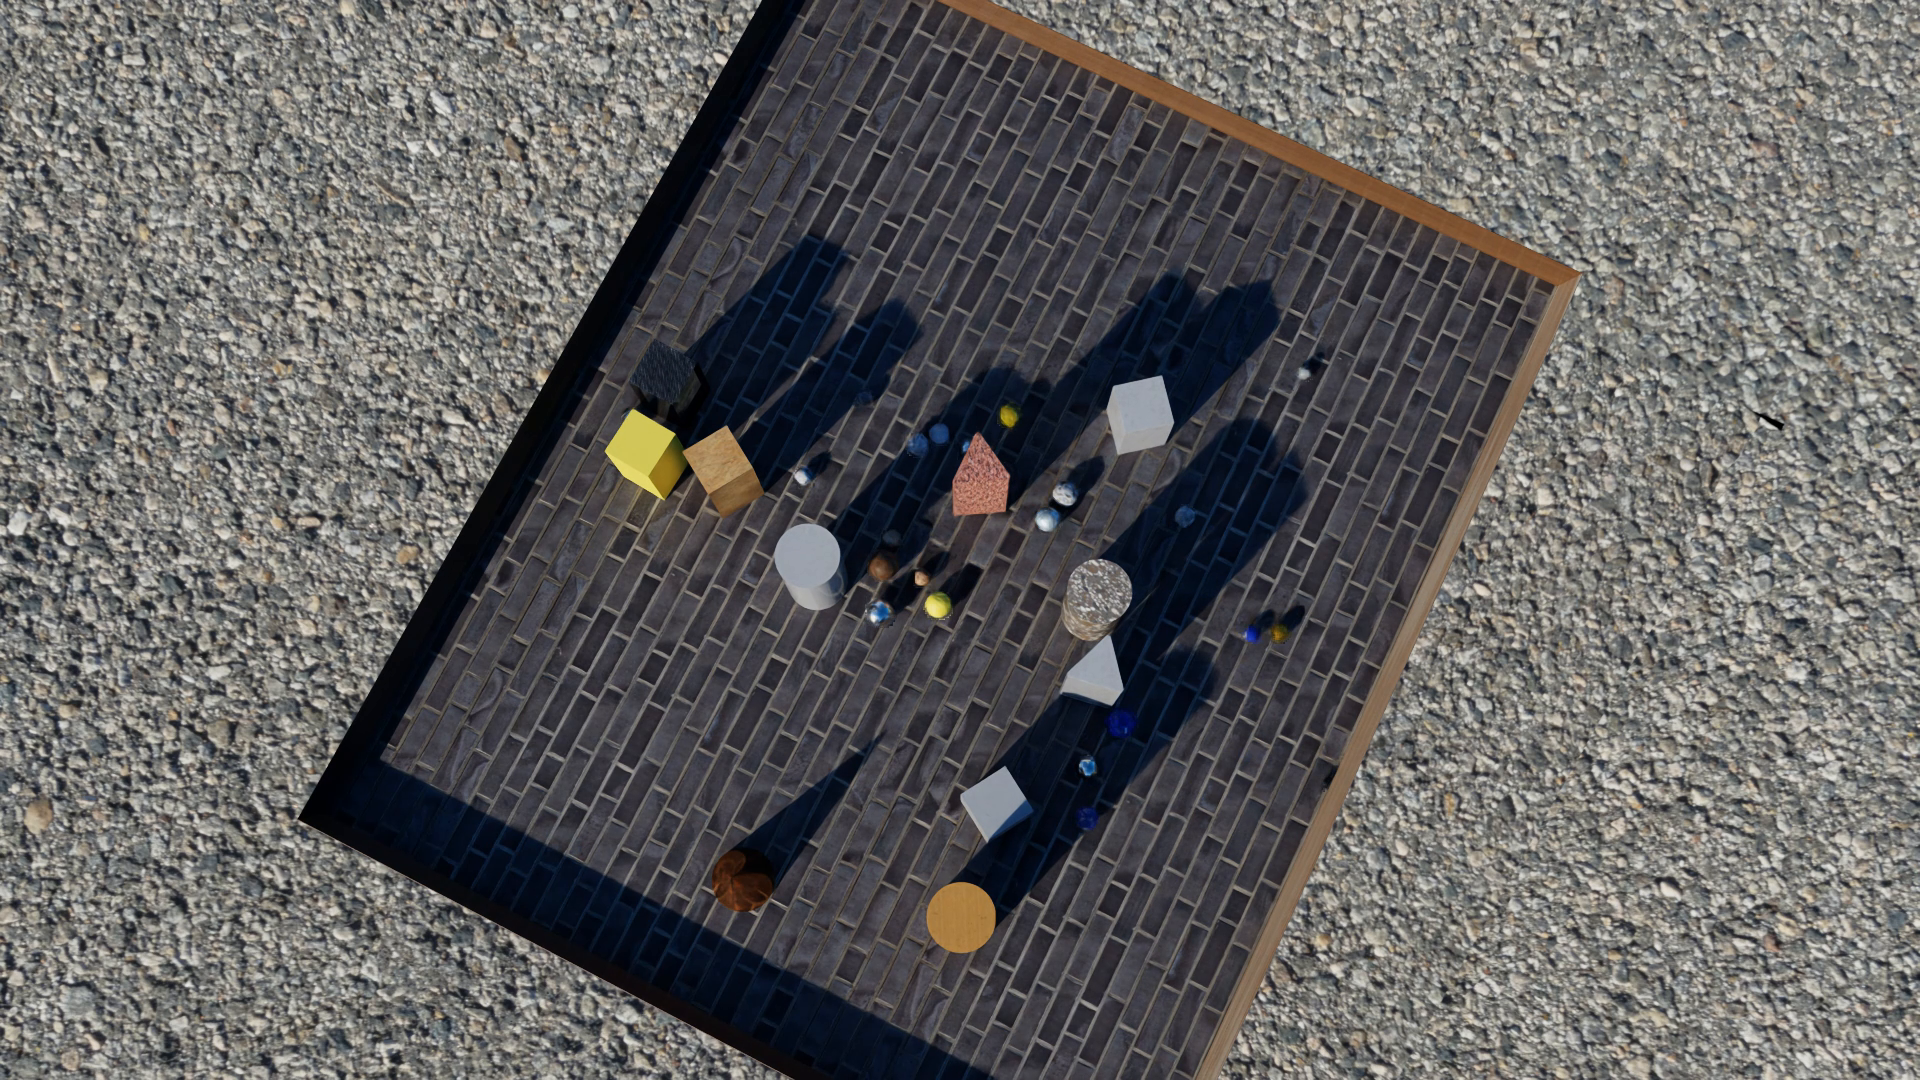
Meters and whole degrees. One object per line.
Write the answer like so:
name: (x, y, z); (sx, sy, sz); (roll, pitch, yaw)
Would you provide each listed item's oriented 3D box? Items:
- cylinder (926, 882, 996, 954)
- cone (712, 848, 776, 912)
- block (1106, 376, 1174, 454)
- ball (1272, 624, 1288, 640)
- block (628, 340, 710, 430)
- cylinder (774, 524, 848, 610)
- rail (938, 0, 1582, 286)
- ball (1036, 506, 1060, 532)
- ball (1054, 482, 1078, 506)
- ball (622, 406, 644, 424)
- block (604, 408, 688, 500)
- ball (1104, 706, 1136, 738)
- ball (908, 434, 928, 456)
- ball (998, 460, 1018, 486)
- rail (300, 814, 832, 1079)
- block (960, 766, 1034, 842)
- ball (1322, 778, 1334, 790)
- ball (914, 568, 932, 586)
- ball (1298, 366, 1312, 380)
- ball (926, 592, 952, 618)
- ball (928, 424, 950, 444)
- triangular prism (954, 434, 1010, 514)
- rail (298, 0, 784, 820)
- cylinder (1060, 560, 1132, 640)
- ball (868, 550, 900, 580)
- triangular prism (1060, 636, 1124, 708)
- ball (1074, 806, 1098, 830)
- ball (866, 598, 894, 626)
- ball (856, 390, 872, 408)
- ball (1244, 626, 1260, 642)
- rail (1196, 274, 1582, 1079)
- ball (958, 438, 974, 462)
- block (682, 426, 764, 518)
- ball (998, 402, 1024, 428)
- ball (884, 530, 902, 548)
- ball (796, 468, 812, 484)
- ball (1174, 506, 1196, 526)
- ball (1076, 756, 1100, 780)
cylinder: (0.004, 1.063, 5.161); (0.188, 0.461, 0.188); (0, 78, 0)
cone: (-0.639, 0.973, 5.266); (0.188, 0.291, 0.188); (0, 78, 0)
block: (0.545, -0.377, 5.564); (0.150, 0.256, 0.150); (-12, 79, -3)
ball: (0.965, 0.278, 5.532); (0.052, 0.052, 0.052); (0, 78, 0)
block: (-0.878, -0.468, 5.563); (0.150, 0.294, 0.150); (28, 80, 5)
cylinder: (-0.435, 0.083, 5.405); (0.188, 0.380, 0.188); (0, 78, 0)
rail: (0.709, -1.382, 5.839); (2.700, 0.122, 0.045); (26, 80, 5)
ball: (0.269, -0.064, 5.590); (0.077, 0.077, 0.077); (0, 78, 0)
ball: (0.324, -0.141, 5.606); (0.078, 0.078, 0.078); (0, 78, 0)
ball: (-1.011, -0.376, 5.658); (0.071, 0.071, 0.071); (0, 78, 0)
block: (-0.935, -0.254, 5.510); (0.150, 0.311, 0.150); (30, 80, 6)
ball: (0.478, 0.544, 5.456); (0.094, 0.094, 0.094); (0, 78, 0)
ball: (-0.129, -0.294, 5.643); (0.067, 0.067, 0.067); (0, 78, 0)
ball: (0.132, -0.203, 5.613); (0.089, 0.089, 0.089); (0, 78, 0)
rail: (-0.709, 1.395, 5.265); (2.700, 0.122, 0.045); (26, 80, 5)
block: (0.105, 0.770, 5.316); (0.150, 0.277, 0.150); (-32, 80, -6)
ball: (1.098, 0.726, 5.446); (0.040, 0.040, 0.040); (0, 78, 0)
ball: (-0.114, 0.113, 5.566); (0.052, 0.052, 0.052); (0, 78, 0)
ball: (1.073, -0.522, 5.702); (0.043, 0.043, 0.043); (0, 78, 0)
ball: (-0.065, 0.195, 5.535); (0.079, 0.079, 0.079); (0, 78, 0)
ball: (-0.064, -0.328, 5.652); (0.064, 0.064, 0.064); (0, 78, 0)
triangular prism: (0.056, -0.196, 5.438); (0.163, 0.428, 0.141); (-5, 78, -1)
rail: (-1.186, -0.574, 5.672); (0.045, 0.122, 3.219); (26, 80, 5)
cylinder: (0.400, 0.180, 5.408); (0.188, 0.334, 0.188); (0, 78, 0)
ball: (-0.230, 0.075, 5.554); (0.091, 0.091, 0.091); (0, 78, 0)
triangular prism: (0.396, 0.375, 5.323); (0.163, 0.422, 0.141); (16, 79, 3)
ball: (0.373, 0.821, 5.410); (0.072, 0.072, 0.072); (0, 78, 0)
ball: (-0.241, 0.218, 5.528); (0.085, 0.085, 0.085); (0, 78, 0)
ball: (-0.296, -0.438, 5.680); (0.052, 0.052, 0.052); (0, 78, 0)
ball: (0.881, 0.284, 5.533); (0.048, 0.048, 0.048); (0, 78, 0)
rail: (1.186, 0.587, 5.432); (0.045, 0.122, 3.219); (26, 80, 5)
ball: (0.037, -0.272, 5.631); (0.082, 0.082, 0.082); (0, 78, 0)
block: (-0.704, -0.200, 5.487); (0.150, 0.334, 0.150); (-31, 80, -6)
ball: (0.157, -0.387, 5.657); (0.077, 0.077, 0.077); (0, 78, 0)
ball: (-0.206, -0.004, 5.588); (0.057, 0.057, 0.057); (0, 78, 0)
ball: (-0.479, -0.195, 5.630); (0.052, 0.052, 0.052); (0, 78, 0)
ball: (0.688, -0.071, 5.599); (0.063, 0.063, 0.063); (0, 78, 0)
ball: (0.378, 0.676, 5.441); (0.070, 0.070, 0.070); (0, 78, 0)
